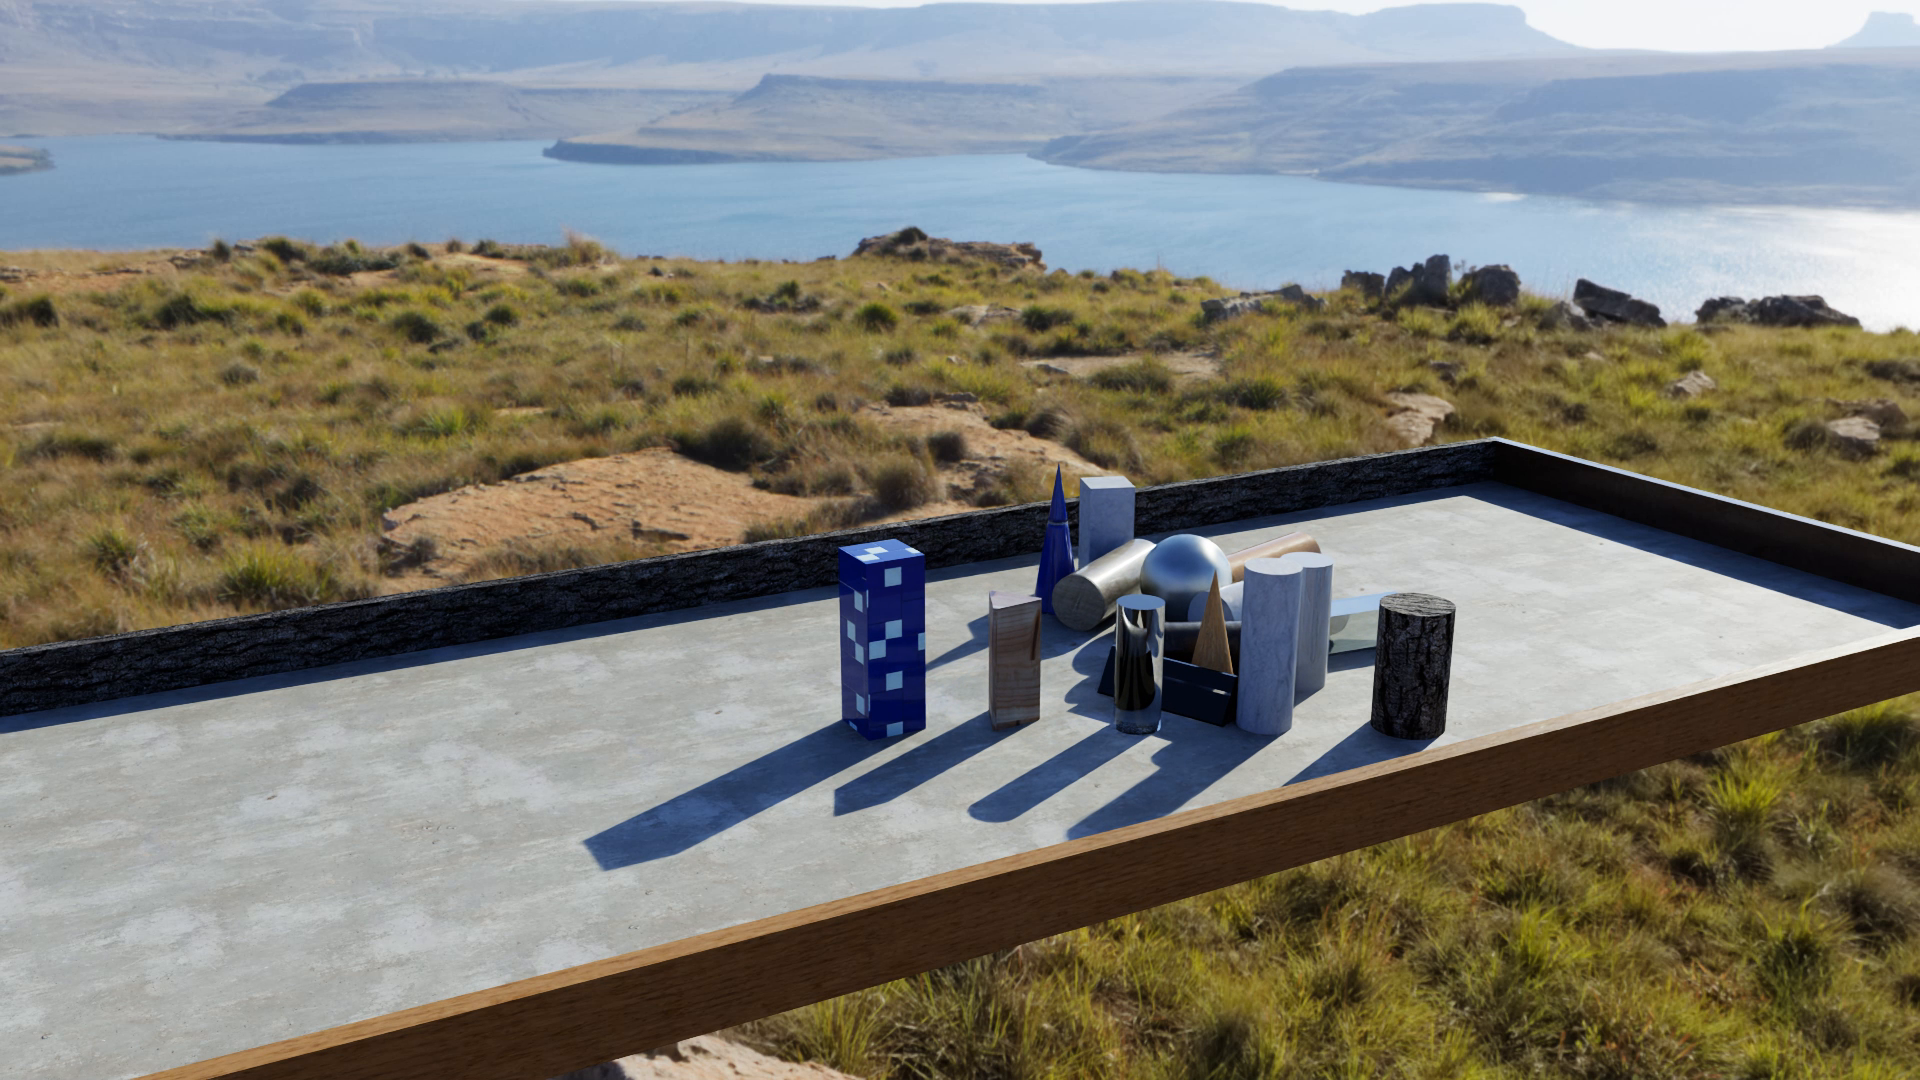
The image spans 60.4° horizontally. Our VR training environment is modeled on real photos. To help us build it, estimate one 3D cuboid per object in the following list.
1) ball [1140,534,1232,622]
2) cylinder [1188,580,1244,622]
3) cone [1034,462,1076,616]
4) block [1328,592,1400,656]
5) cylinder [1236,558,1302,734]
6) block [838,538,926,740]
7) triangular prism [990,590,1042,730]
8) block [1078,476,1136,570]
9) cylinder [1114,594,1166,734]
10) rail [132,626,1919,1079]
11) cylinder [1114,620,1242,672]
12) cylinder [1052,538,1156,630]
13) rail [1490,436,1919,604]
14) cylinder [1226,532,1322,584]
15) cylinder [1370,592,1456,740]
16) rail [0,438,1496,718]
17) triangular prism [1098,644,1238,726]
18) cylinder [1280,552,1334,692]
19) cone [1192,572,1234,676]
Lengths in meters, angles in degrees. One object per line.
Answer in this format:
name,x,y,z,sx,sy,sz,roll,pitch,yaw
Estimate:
ball,0.620,0.110,4.532,0.253,0.253,0.253,0,16,0
cylinder,0.806,0.184,4.433,0.377,0.167,0.167,-13,21,-37
cone,0.274,-0.012,4.633,0.139,0.430,0.139,0,16,0
block,1.035,0.227,4.387,0.373,0.110,0.110,-7,18,-22
cylinder,0.716,0.246,3.827,0.131,0.389,0.131,0,17,0
block,-0.180,0.229,3.822,0.147,0.425,0.147,-9,19,-28
triangular prism,0.103,0.277,3.879,0.132,0.301,0.115,-11,19,-32
block,0.435,-0.025,4.905,0.133,0.302,0.133,-3,17,-9
cylinder,0.415,0.289,3.829,0.112,0.306,0.112,0,16,0
rail,-2.336,1.006,1.665,12.000,0.150,0.050,-9,18,-27
cylinder,0.586,0.273,4.196,0.371,0.130,0.130,-1,16,-3
cylinder,0.426,0.122,4.658,0.158,0.158,0.409,10,19,30
rail,2.466,-0.048,5.253,0.050,0.150,2.100,-9,18,-27
cylinder,0.869,0.089,4.798,0.433,0.144,0.144,-16,23,-43
cylinder,1.051,0.292,3.830,0.170,0.300,0.170,0,16,0
rail,-3.305,0.497,3.399,12.000,0.150,0.050,-9,18,-27
triangular prism,0.515,0.341,3.995,0.347,0.107,0.123,13,21,36
cylinder,0.853,0.202,4.097,0.130,0.321,0.130,0,16,0
cone,0.620,0.220,4.040,0.127,0.319,0.127,0,16,0
